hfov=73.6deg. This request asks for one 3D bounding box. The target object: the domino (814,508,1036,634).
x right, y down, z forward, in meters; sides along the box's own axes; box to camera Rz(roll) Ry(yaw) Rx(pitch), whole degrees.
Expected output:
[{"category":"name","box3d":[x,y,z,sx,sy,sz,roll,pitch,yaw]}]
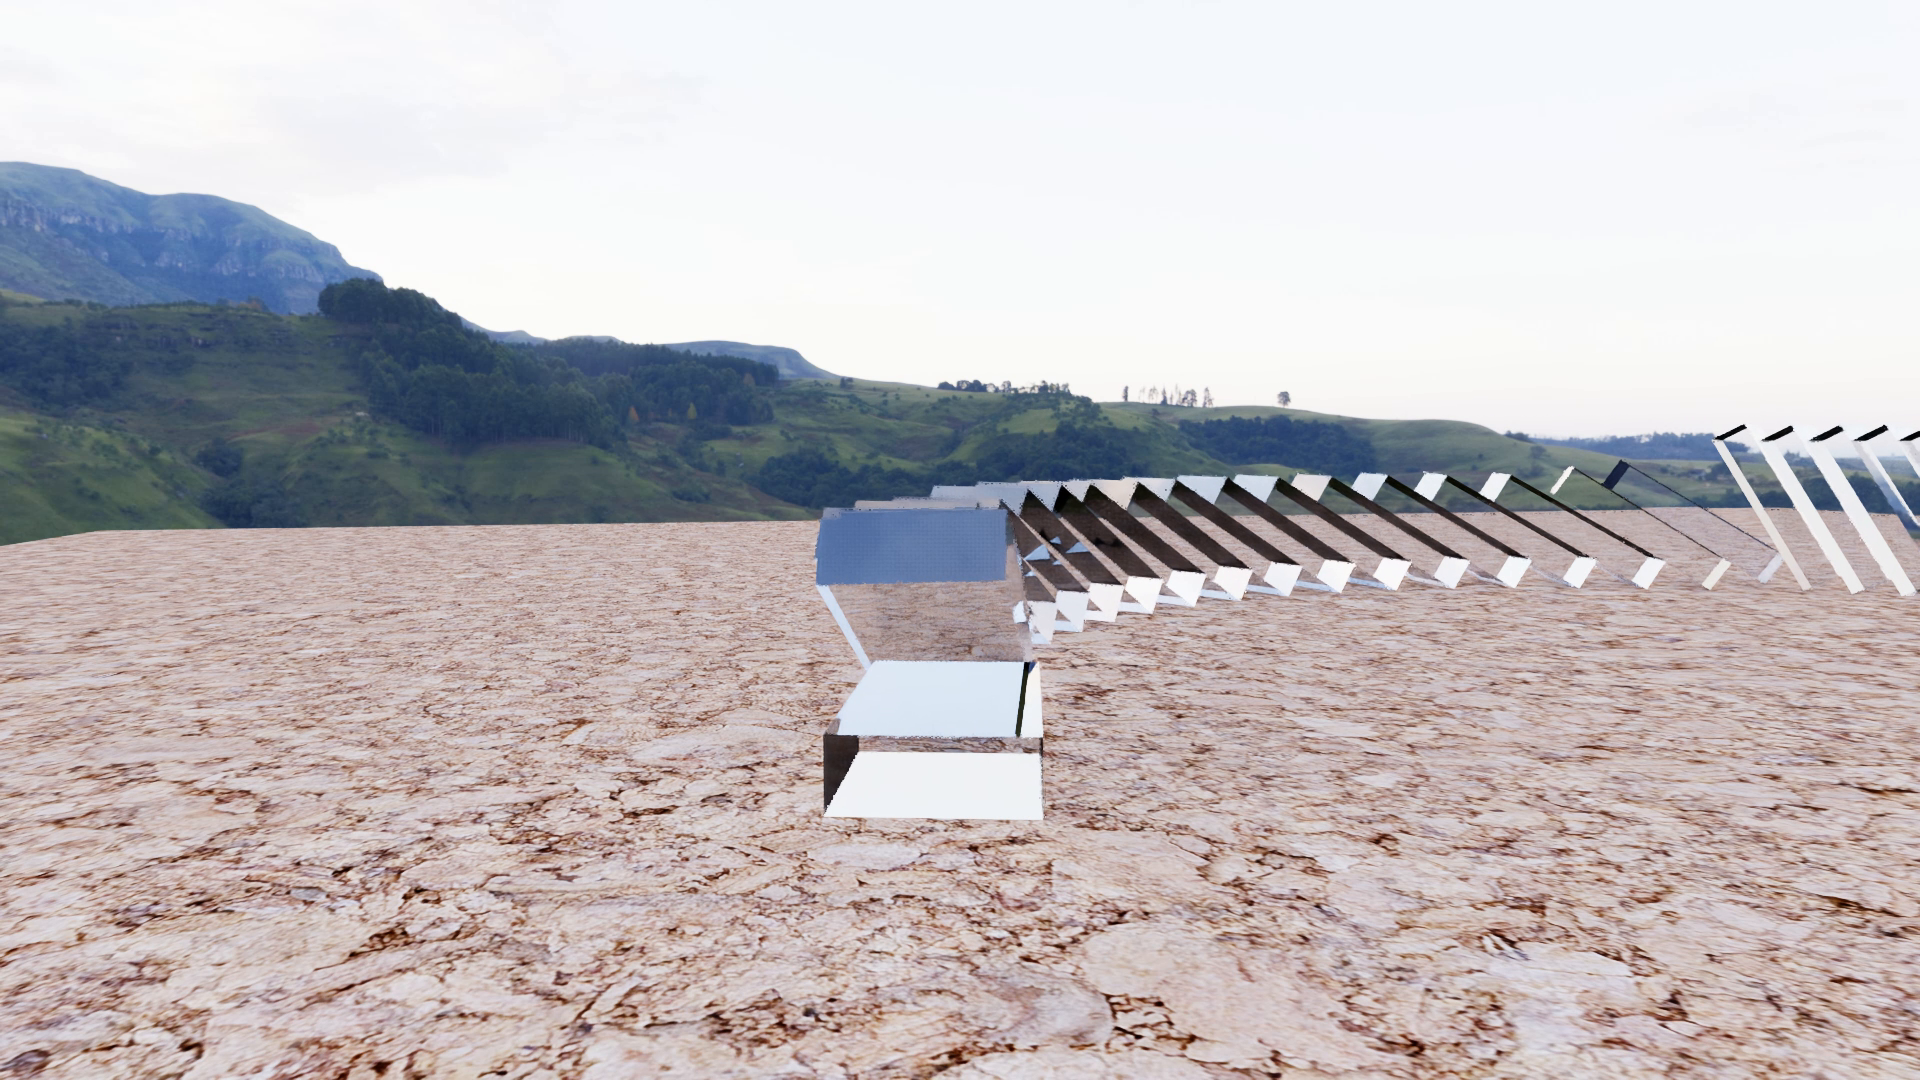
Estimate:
[{"category":"domino","box3d":[-0.005,0.009,0.237,0.025,0.010,0.050,2,-23,20]}]

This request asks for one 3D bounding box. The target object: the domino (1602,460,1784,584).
[{"category":"domino","box3d":[0.224,-0.006,0.392,0.050,0.009,0.025,42,19,32]}]

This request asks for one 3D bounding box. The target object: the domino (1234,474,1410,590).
[{"category":"domino","box3d":[0.105,-0.002,0.378,0.050,0.009,0.025,30,-4,-15]}]

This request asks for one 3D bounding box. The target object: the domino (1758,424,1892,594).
[{"category":"domino","box3d":[0.256,-0.010,0.377,0.025,0.050,0.009,-4,-24,-43]}]

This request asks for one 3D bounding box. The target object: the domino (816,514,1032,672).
[{"category":"domino","box3d":[-0.003,0.011,0.191,0.025,0.009,0.050,-2,-24,7]}]

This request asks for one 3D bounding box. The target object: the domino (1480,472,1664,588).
[{"category":"domino","box3d":[0.185,-0.003,0.391,0.050,0.009,0.025,31,9,7]}]

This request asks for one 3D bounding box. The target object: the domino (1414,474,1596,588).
[{"category":"domino","box3d":[0.165,-0.003,0.391,0.050,0.009,0.025,30,7,3]}]

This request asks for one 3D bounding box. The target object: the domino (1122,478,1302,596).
[{"category":"domino","box3d":[0.069,-0.001,0.359,0.050,0.009,0.025,31,-10,-25]}]

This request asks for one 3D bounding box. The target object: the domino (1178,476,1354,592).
[{"category":"domino","box3d":[0.086,-0.002,0.370,0.050,0.009,0.025,31,-7,-21]}]

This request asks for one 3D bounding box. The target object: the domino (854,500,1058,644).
[{"category":"domino","box3d":[0.000,0.007,0.257,0.025,0.009,0.050,2,-23,24]}]

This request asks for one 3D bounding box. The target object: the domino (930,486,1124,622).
[{"category":"domino","box3d":[0.016,0.004,0.297,0.025,0.009,0.050,3,-25,35]}]

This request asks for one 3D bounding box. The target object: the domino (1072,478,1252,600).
[{"category":"domino","box3d":[0.053,0.000,0.345,0.050,0.009,0.025,33,-16,-33]}]

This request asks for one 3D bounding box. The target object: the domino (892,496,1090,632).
[{"category":"domino","box3d":[0.007,0.006,0.278,0.025,0.010,0.050,2,-23,29]}]

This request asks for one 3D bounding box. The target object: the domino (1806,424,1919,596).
[{"category":"domino","box3d":[0.267,-0.009,0.371,0.025,0.050,0.009,-4,-24,-41]}]

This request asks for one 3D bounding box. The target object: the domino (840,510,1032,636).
[{"category":"domino","box3d":[-0.002,0.010,0.212,0.025,0.009,0.050,-1,-24,7]}]

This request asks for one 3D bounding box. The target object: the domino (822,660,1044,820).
[{"category":"domino","box3d":[-0.002,0.025,0.171,0.025,0.009,0.050,0,4,3]}]

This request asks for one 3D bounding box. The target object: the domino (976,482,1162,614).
[{"category":"domino","box3d":[0.026,0.002,0.314,0.025,0.009,0.050,4,-25,41]}]

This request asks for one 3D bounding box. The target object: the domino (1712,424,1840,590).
[{"category":"domino","box3d":[0.244,-0.010,0.382,0.010,0.050,0.025,-35,-20,37]}]

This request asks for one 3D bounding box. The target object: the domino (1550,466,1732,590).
[{"category":"domino","box3d":[0.206,-0.004,0.390,0.050,0.009,0.025,36,16,16]}]

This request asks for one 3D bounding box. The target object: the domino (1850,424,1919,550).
[{"category":"domino","box3d":[0.274,-0.009,0.363,0.025,0.050,0.009,-4,-24,-41]}]

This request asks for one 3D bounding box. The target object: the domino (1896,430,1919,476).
[{"category":"domino","box3d":[0.281,-0.008,0.354,0.025,0.050,0.009,-4,-24,-41]}]

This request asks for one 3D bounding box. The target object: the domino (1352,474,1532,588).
[{"category":"domino","box3d":[0.144,-0.003,0.390,0.050,0.009,0.025,30,3,-3]}]

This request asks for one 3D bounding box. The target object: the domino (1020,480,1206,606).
[{"category":"domino","box3d":[0.038,0.001,0.332,0.050,0.010,0.025,34,-18,-36]}]

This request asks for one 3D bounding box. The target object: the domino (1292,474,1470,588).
[{"category":"domino","box3d":[0.124,-0.003,0.385,0.050,0.010,0.025,30,0,-9]}]
